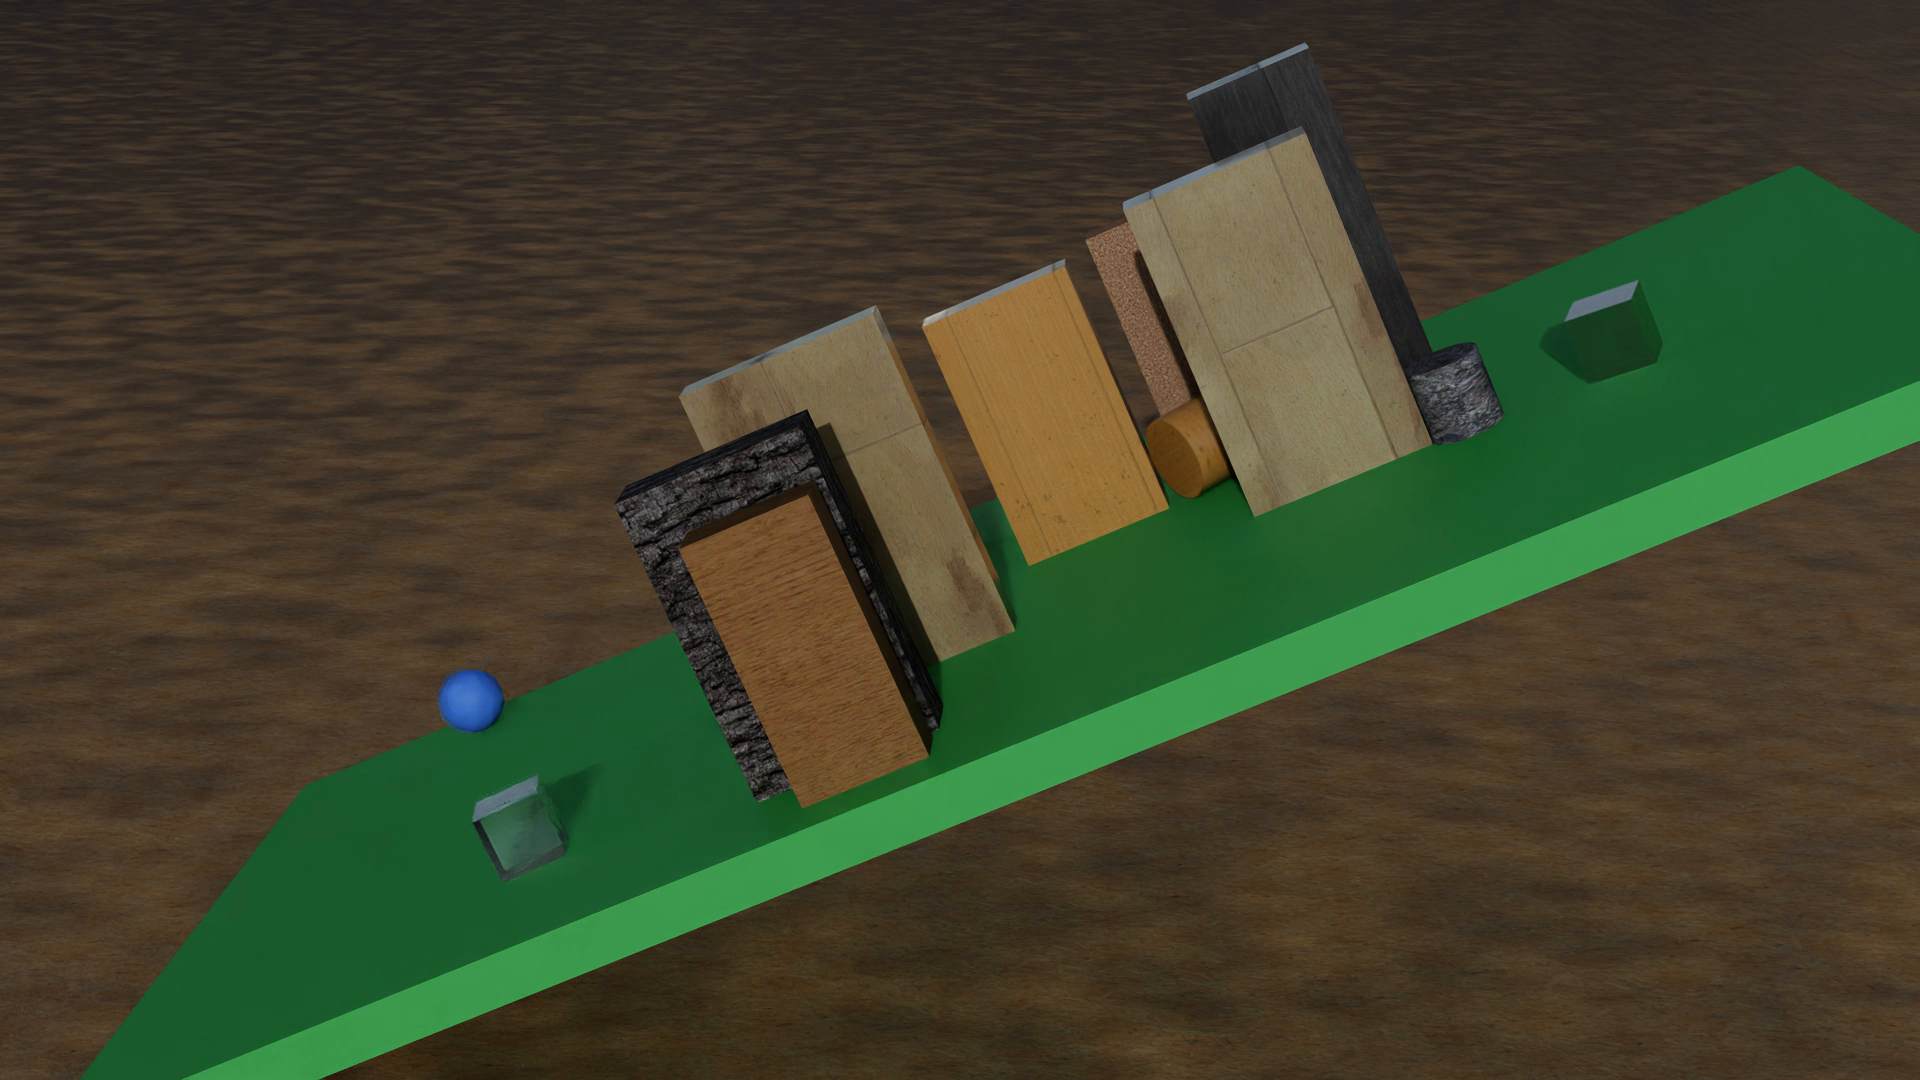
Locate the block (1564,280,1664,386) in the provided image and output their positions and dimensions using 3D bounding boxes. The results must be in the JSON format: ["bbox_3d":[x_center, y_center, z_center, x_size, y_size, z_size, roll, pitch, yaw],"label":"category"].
[{"bbox_3d":[1.322,-0.420,5.945,0.141,0.141,0.141,-18,14,25],"label":"block"}]

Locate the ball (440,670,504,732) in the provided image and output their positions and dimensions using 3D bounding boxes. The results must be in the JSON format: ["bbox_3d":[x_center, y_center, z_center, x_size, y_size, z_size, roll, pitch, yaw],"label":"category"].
[{"bbox_3d":[-1.201,0.395,7.241,0.155,0.155,0.155,0,15,0],"label":"ball"}]

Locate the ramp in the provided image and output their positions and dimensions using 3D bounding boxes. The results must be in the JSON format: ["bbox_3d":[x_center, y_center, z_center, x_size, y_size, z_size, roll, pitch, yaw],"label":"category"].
[{"bbox_3d":[0.131,0.171,6.285,4.000,0.100,2.000,-22,13,8],"label":"ramp"}]

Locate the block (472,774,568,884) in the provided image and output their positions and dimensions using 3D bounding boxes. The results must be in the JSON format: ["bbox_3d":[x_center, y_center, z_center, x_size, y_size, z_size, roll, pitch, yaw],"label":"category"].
[{"bbox_3d":[-0.885,0.581,5.930,0.140,0.140,0.140,-25,13,-1],"label":"block"}]

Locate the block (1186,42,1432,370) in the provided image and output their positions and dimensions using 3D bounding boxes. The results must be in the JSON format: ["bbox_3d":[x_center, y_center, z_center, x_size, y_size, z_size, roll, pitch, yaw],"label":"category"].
[{"bbox_3d":[0.789,-0.690,6.576,0.285,0.775,0.125,-22,13,8],"label":"block"}]

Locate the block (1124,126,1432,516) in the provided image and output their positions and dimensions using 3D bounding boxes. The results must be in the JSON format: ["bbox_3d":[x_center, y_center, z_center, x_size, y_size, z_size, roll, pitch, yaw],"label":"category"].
[{"bbox_3d":[0.650,-0.444,6.020,0.393,0.691,0.121,-22,13,8],"label":"block"}]

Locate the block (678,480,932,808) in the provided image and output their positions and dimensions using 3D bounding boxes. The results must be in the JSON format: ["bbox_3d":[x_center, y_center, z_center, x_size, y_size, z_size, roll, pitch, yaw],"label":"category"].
[{"bbox_3d":[-0.283,0.194,5.469,0.261,0.545,0.118,-22,13,8],"label":"block"}]

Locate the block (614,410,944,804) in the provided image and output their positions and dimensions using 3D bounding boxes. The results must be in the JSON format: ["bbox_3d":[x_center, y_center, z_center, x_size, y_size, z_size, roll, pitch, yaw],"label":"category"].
[{"bbox_3d":[-0.340,0.128,5.624,0.384,0.642,0.150,-22,13,8],"label":"block"}]

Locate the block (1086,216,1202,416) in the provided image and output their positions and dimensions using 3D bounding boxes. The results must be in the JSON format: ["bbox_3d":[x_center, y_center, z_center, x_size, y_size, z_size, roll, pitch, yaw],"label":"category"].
[{"bbox_3d":[0.540,-0.520,6.867,0.306,0.545,0.100,-22,13,8],"label":"block"}]

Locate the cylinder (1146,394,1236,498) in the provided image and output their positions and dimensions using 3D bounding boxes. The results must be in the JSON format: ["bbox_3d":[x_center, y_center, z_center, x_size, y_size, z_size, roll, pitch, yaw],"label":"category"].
[{"bbox_3d":[0.543,-0.219,6.449,0.191,0.191,0.191,-30,27,-23],"label":"cylinder"}]

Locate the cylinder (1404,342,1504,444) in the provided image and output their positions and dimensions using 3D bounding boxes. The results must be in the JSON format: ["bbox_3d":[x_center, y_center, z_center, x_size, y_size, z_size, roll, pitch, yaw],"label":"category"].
[{"bbox_3d":[1.007,-0.299,5.995,0.156,0.156,0.156,-23,13,5],"label":"cylinder"}]

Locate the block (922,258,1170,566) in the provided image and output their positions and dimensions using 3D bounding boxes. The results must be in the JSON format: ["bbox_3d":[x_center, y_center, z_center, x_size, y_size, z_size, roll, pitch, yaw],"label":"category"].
[{"bbox_3d":[0.190,-0.278,6.443,0.335,0.581,0.105,-22,13,8],"label":"block"}]

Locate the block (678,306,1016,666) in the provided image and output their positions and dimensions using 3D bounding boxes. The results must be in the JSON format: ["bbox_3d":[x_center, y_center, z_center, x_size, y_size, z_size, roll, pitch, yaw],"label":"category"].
[{"bbox_3d":[-0.224,-0.064,6.026,0.429,0.716,0.102,-22,13,8],"label":"block"}]
